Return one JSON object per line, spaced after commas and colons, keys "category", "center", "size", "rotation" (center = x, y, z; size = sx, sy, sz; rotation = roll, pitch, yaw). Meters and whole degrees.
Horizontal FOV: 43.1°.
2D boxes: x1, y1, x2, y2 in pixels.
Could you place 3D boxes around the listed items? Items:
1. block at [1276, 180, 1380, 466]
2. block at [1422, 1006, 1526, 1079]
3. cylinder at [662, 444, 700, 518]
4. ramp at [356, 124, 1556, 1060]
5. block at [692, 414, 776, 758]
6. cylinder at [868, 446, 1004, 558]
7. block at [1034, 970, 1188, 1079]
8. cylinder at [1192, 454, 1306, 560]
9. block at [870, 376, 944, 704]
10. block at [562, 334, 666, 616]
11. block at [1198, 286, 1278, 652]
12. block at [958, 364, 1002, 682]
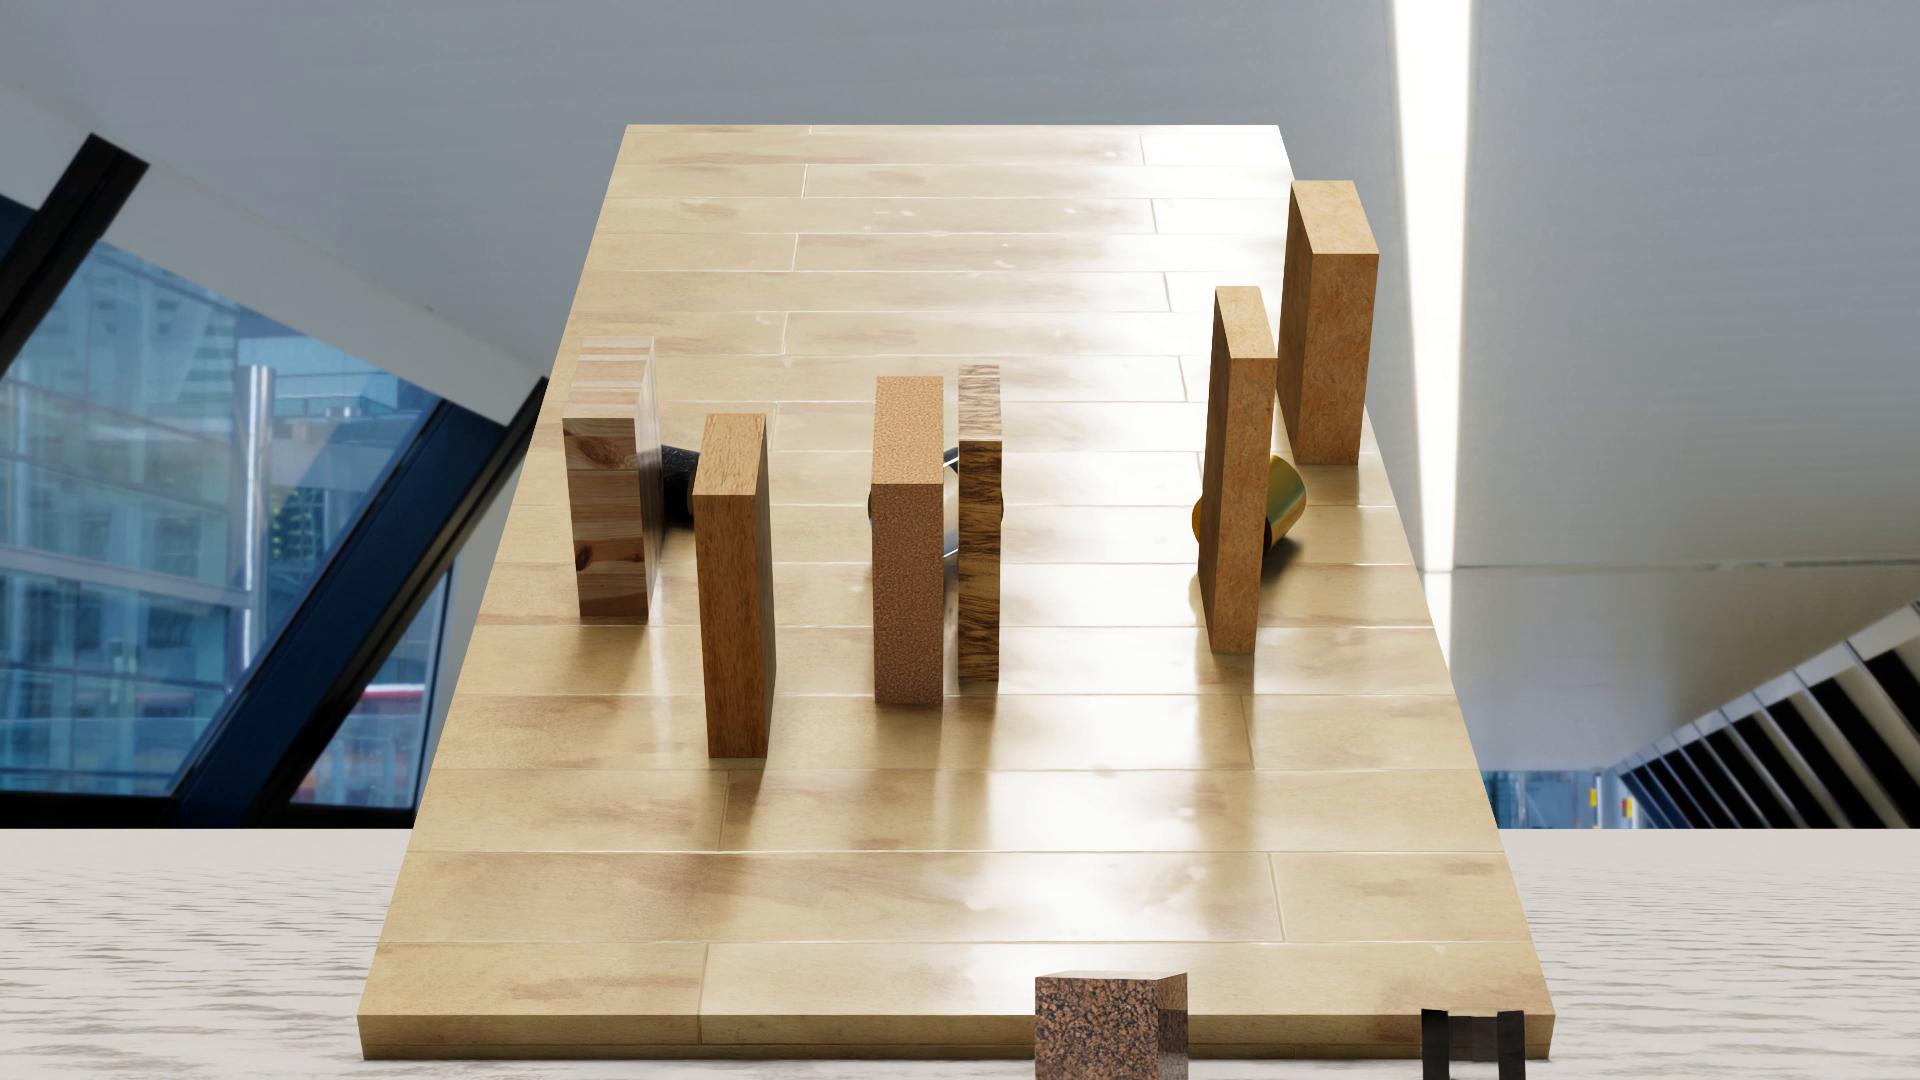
{"category": "block", "center": [0.853, -0.511, 5.699], "size": [0.147, 0.537, 0.413], "rotation": [0, 31, 0]}
{"category": "block", "center": [0.793, 0.781, 3.757], "size": [0.110, 0.110, 0.110], "rotation": [4, -8, -32]}
{"category": "cylinder", "center": [-0.643, -0.134, 5.443], "size": [0.147, 0.147, 0.147], "rotation": [12, -3, 19]}
{"category": "ramp", "center": [-0.014, -0.200, 5.794], "size": [2.000, 0.100, 4.000], "rotation": [0, 31, 0]}
{"category": "block", "center": [-0.426, 0.089, 4.652], "size": [0.112, 0.584, 0.310], "rotation": [0, 31, 0]}
{"category": "cylinder", "center": [-0.053, -0.069, 5.278], "size": [0.210, 0.210, 0.210], "rotation": [-26, 11, -37]}
{"category": "block", "center": [0.220, 0.716, 3.502], "size": [0.179, 0.179, 0.179], "rotation": [-2, -7, 19]}
{"category": "cylinder", "center": [0.629, -0.066, 5.296], "size": [0.190, 0.190, 0.190], "rotation": [-5, 24, 35]}
{"category": "block", "center": [-0.101, -0.004, 4.887], "size": [0.136, 0.502, 0.439], "rotation": [0, 31, 0]}
{"category": "block", "center": [-0.724, -0.138, 5.134], "size": [0.144, 0.472, 0.373], "rotation": [0, 31, 0]}
{"category": "block", "center": [0.560, -0.142, 4.951], "size": [0.090, 0.676, 0.324], "rotation": [0, 31, 0]}
{"category": "block", "center": [0.037, -0.034, 4.888], "size": [0.082, 0.552, 0.318], "rotation": [0, 31, 0]}
